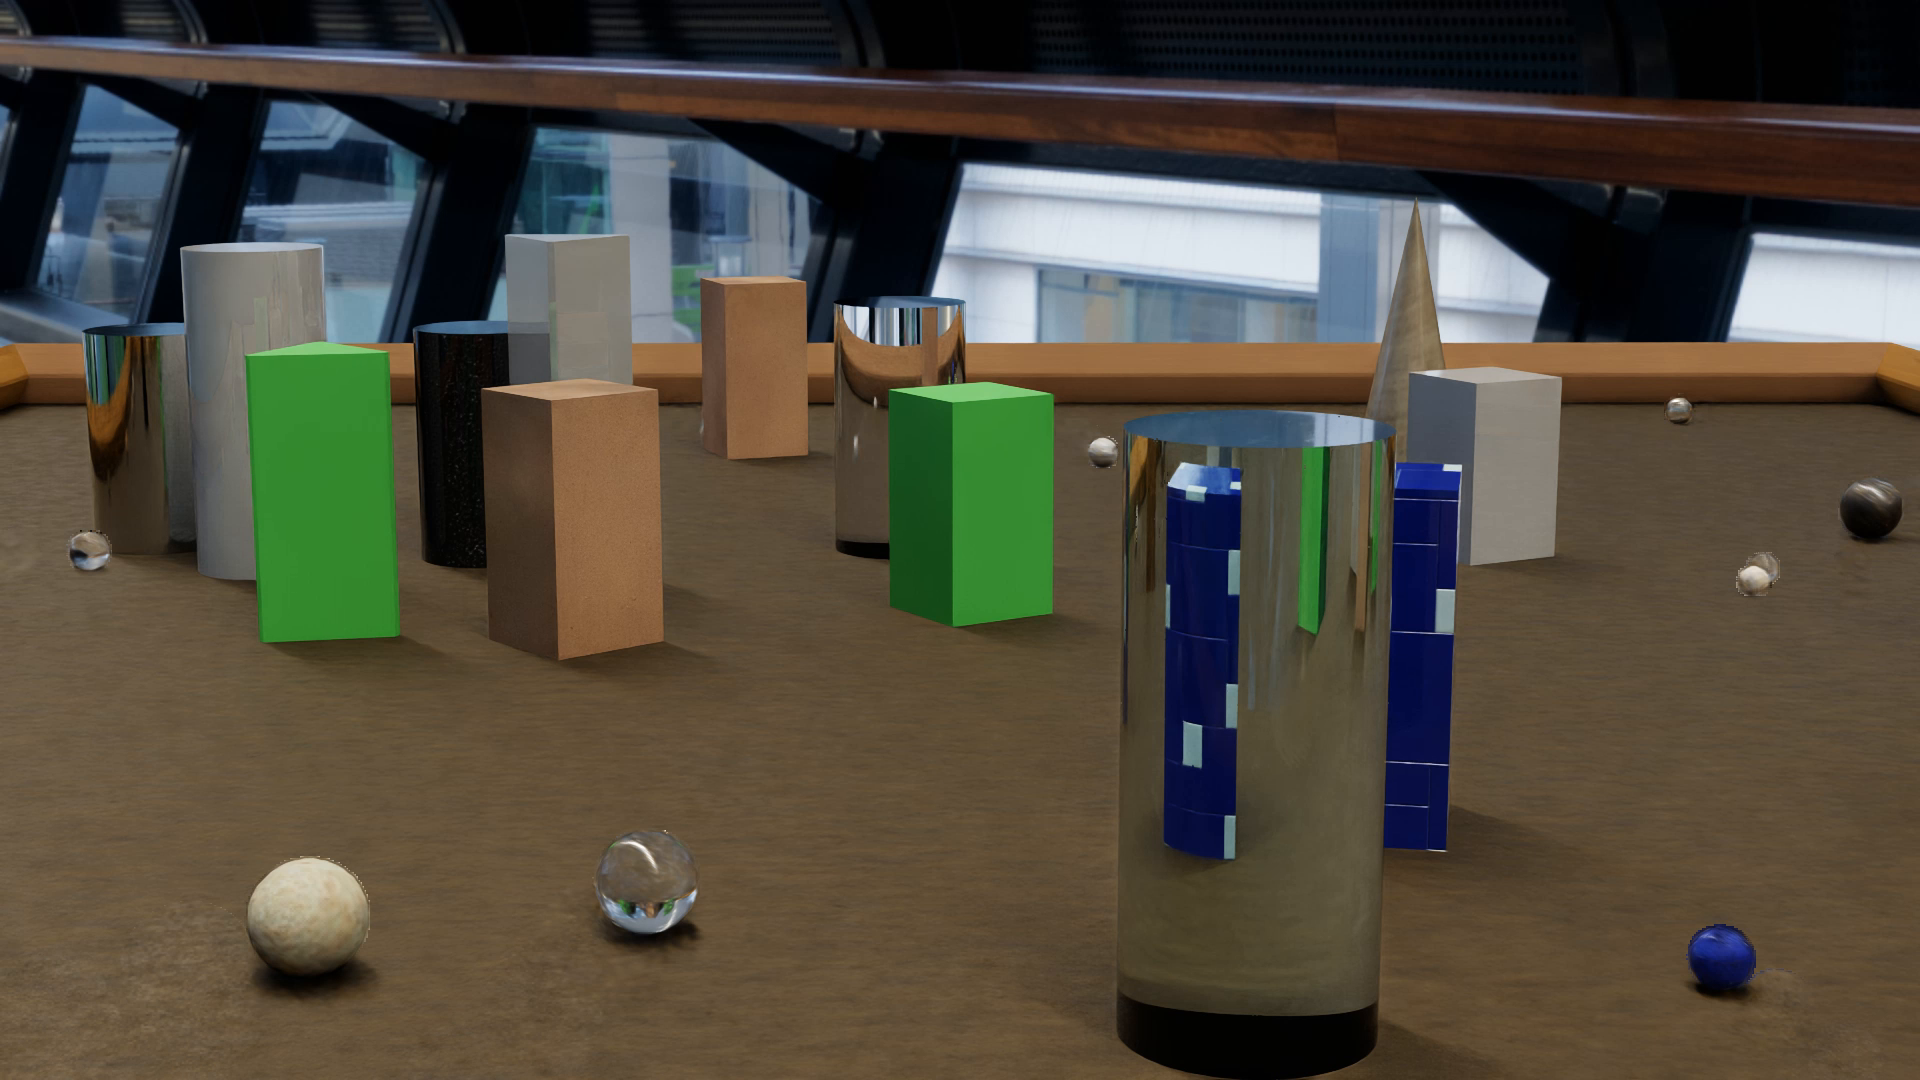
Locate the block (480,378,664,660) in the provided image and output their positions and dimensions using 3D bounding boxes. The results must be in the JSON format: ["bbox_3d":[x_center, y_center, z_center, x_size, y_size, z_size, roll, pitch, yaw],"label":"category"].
[{"bbox_3d":[-0.493,-0.031,3.265,0.160,0.325,0.160,-9,14,-41],"label":"block"}]

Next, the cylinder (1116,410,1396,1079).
[{"bbox_3d":[0.219,0.146,1.922,0.199,0.465,0.199,0,10,0],"label":"cylinder"}]

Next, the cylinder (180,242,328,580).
[{"bbox_3d":[-1.019,-0.191,3.735,0.199,0.469,0.199,0,10,0],"label":"cylinder"}]

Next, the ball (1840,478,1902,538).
[{"bbox_3d":[1.420,-0.049,4.000,0.094,0.094,0.094,0,10,0],"label":"ball"}]

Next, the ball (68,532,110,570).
[{"bbox_3d":[-1.272,0.016,3.747,0.057,0.057,0.057,0,10,0],"label":"ball"}]

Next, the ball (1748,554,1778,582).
[{"bbox_3d":[1.142,0.041,3.650,0.043,0.043,0.043,0,10,0],"label":"ball"}]

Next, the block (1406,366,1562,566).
[{"bbox_3d":[0.786,-0.115,3.867,0.160,0.270,0.160,-5,12,-27],"label":"block"}]

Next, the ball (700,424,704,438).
[{"bbox_3d":[-0.480,-0.217,5.015,0.055,0.055,0.055,0,10,0],"label":"ball"}]

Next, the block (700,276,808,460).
[{"bbox_3d":[-0.391,-0.330,4.878,0.160,0.328,0.160,-4,11,-22],"label":"block"}]

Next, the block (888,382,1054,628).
[{"bbox_3d":[0.014,-0.052,3.453,0.160,0.297,0.160,-7,12,-32],"label":"block"}]

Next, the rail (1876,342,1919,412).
[{"bbox_3d":[2.024,0.031,3.460,0.045,0.130,4.388,0,10,0],"label":"rail"}]

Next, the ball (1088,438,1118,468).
[{"bbox_3d":[0.262,-0.160,4.705,0.055,0.055,0.055,0,10,0],"label":"ball"}]

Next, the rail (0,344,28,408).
[{"bbox_3d":[-2.024,0.035,3.437,0.045,0.130,4.388,0,10,0],"label":"rail"}]

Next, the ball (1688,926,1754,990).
[{"bbox_3d":[0.608,0.334,2.048,0.050,0.050,0.050,0,10,0],"label":"ball"}]

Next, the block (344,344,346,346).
[{"bbox_3d":[-1.089,-0.194,4.353,0.160,0.251,0.160,-6,12,-31],"label":"block"}]

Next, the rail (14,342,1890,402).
[{"bbox_3d":[-0.013,-0.361,5.583,4.096,0.130,0.045,0,10,0],"label":"rail"}]

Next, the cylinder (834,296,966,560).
[{"bbox_3d":[-0.091,-0.174,3.897,0.199,0.376,0.199,0,10,0],"label":"cylinder"}]

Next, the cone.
[{"bbox_3d":[0.817,-0.372,4.638,0.199,0.497,0.199,0,10,0],"label":"cone"}]

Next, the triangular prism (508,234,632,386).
[{"bbox_3d":[-0.578,-0.185,3.644,0.150,0.490,0.173,6,12,30],"label":"triangular prism"}]

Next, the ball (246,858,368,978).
[{"bbox_3d":[-0.527,0.306,2.075,0.096,0.096,0.096,0,10,0],"label":"ball"}]

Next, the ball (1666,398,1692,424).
[{"bbox_3d":[1.479,-0.266,5.279,0.055,0.055,0.055,0,10,0],"label":"ball"}]

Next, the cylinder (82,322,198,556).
[{"bbox_3d":[-1.232,-0.158,3.936,0.199,0.331,0.199,0,10,0],"label":"cylinder"}]

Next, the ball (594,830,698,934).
[{"bbox_3d":[-0.266,0.290,2.179,0.088,0.088,0.088,0,10,0],"label":"ball"}]

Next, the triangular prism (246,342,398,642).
[{"bbox_3d":[-0.827,-0.067,3.341,0.173,0.368,0.150,-2,11,-12],"label":"triangular prism"}]

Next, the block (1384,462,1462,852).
[{"bbox_3d":[0.395,0.106,2.471,0.160,0.343,0.160,2,11,12],"label":"block"}]

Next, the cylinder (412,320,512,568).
[{"bbox_3d":[-0.710,-0.146,3.835,0.199,0.345,0.199,0,10,0],"label":"cylinder"}]

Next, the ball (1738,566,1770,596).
[{"bbox_3d":[1.104,0.057,3.567,0.041,0.041,0.041,0,10,0],"label":"ball"}]
